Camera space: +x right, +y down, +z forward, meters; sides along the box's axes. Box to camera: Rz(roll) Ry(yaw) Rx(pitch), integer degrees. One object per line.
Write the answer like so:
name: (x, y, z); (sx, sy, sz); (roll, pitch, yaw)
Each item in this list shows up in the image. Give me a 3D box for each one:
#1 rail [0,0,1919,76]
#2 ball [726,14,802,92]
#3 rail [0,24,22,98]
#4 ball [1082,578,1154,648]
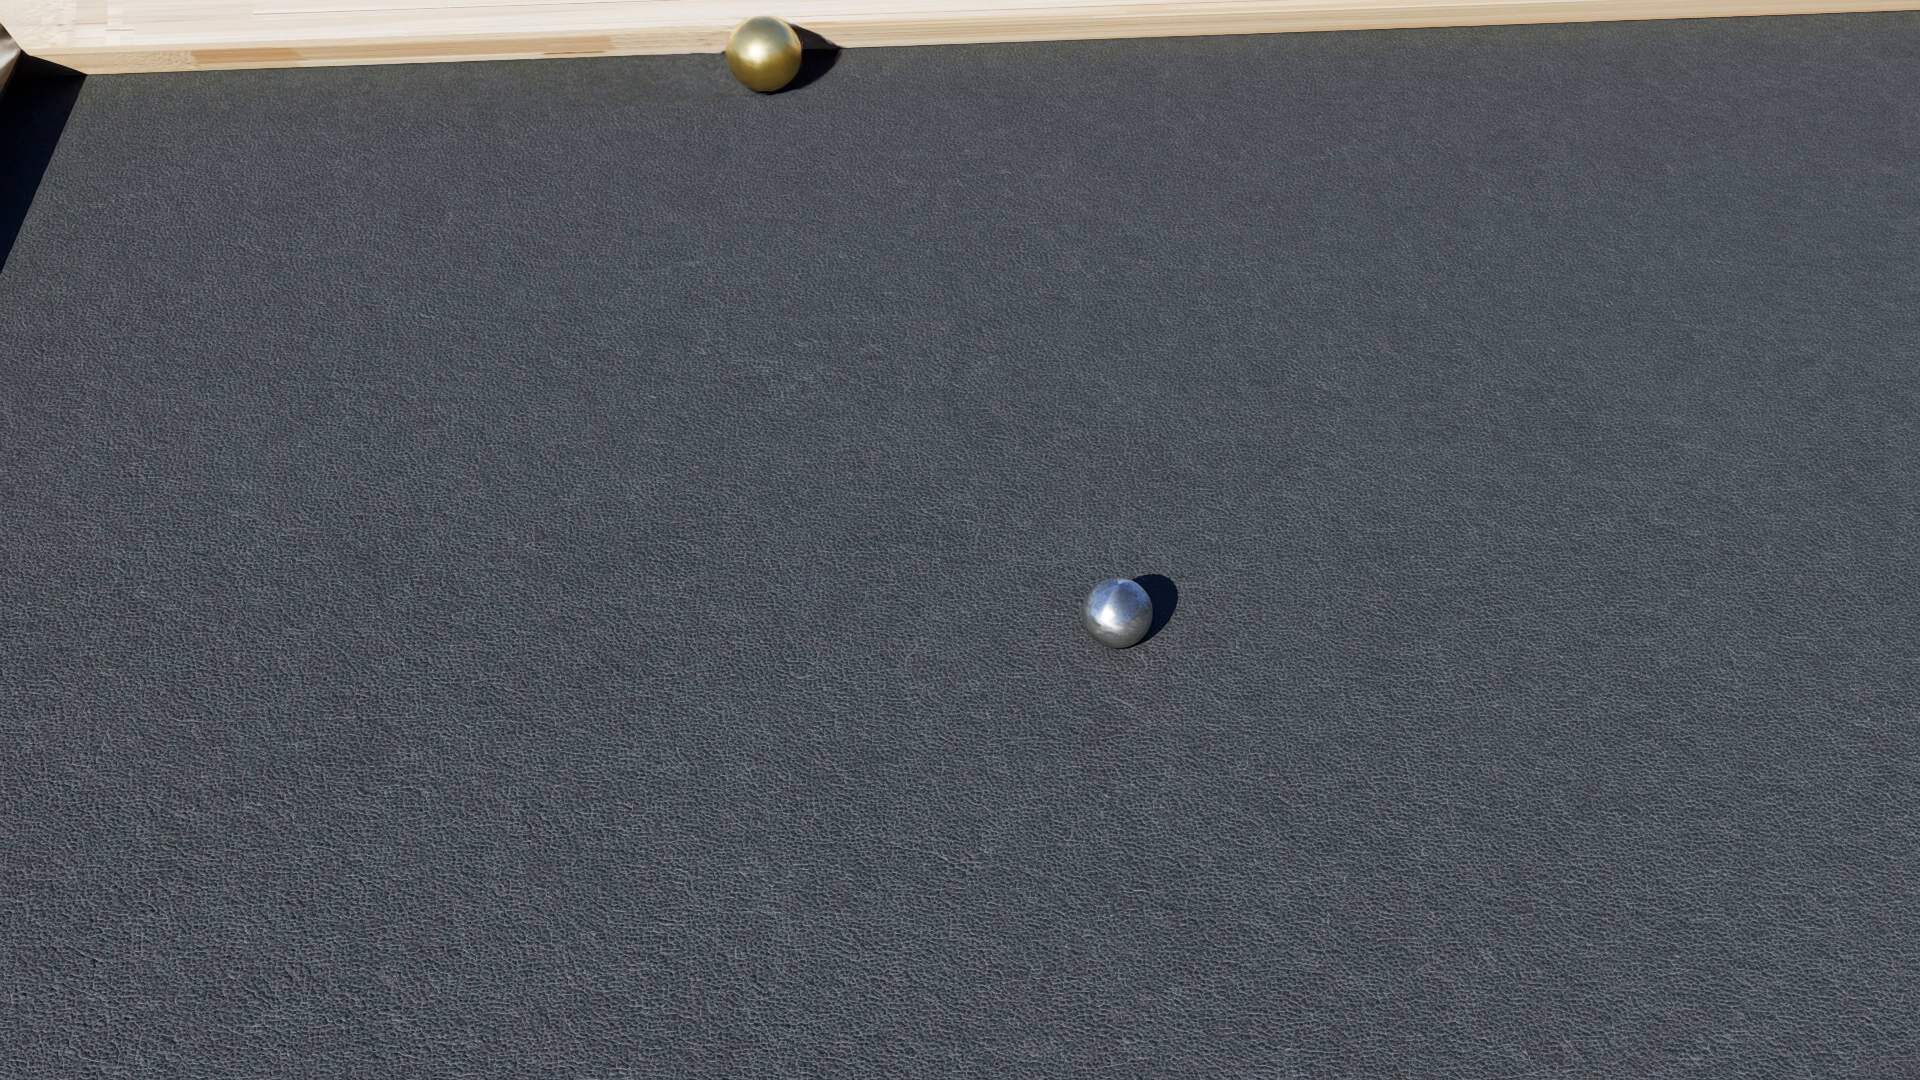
rail: (0.728, -0.505, 2.320); (3.169, 0.086, 0.045); (-3, 36, -4)
ball: (-0.170, -0.421, 2.224); (0.066, 0.066, 0.066); (0, 36, 0)
rail: (-0.766, 0.022, 1.600); (0.045, 0.086, 1.585); (-3, 36, -4)
ball: (0.098, 0.045, 1.605); (0.045, 0.045, 0.045); (0, 36, 0)
